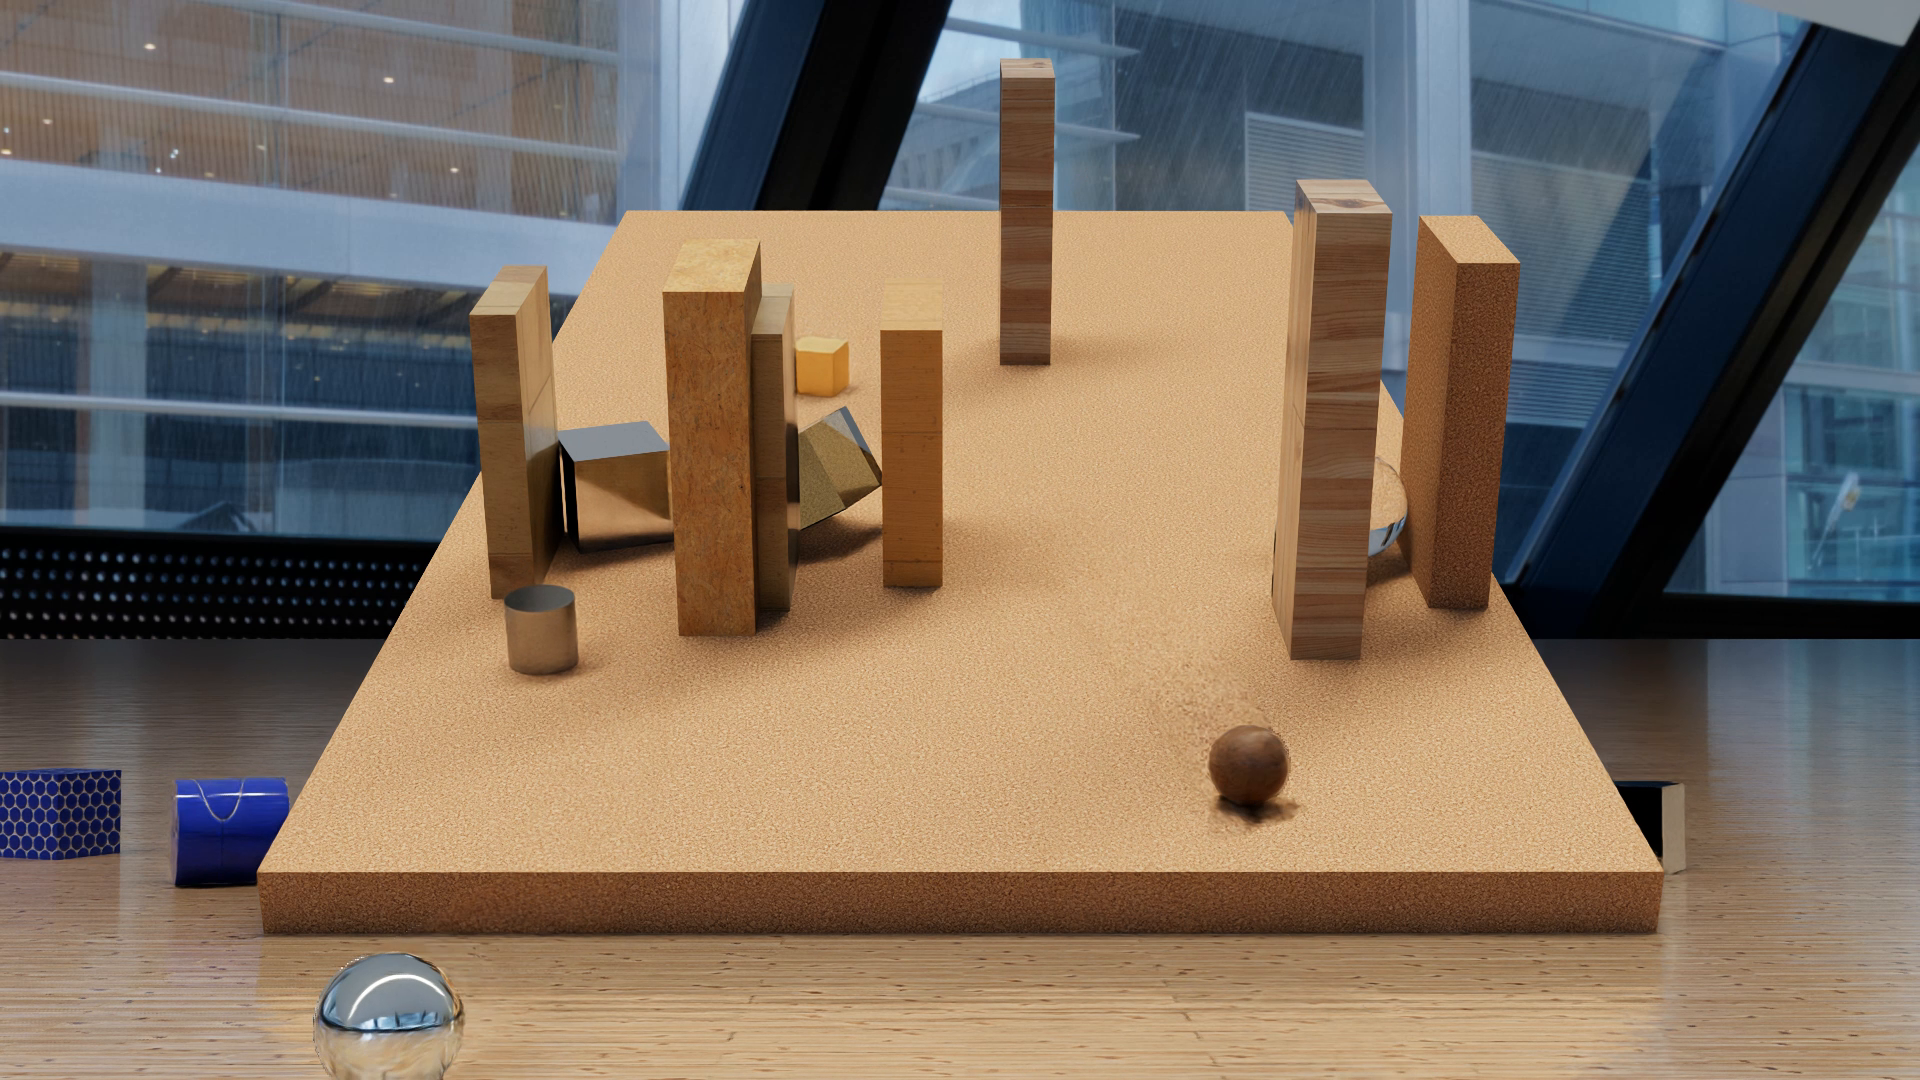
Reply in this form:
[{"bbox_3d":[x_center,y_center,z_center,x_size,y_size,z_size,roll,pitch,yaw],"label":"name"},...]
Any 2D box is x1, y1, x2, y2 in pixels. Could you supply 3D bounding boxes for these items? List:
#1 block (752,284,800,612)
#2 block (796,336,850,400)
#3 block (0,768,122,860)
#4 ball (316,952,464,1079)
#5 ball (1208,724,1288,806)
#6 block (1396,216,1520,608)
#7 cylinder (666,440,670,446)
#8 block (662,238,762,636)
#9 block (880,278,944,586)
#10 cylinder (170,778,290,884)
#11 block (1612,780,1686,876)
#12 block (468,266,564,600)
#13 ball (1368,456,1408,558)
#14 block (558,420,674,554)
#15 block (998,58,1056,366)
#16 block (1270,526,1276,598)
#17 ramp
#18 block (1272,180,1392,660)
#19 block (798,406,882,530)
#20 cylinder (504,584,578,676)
[{"bbox_3d":[-0.346,-0.173,4.174,0.080,0.518,0.329,0,22,0],"label":"block"},{"bbox_3d":[-0.327,-0.399,5.301,0.109,0.109,0.109,6,22,16],"label":"block"},{"bbox_3d":[-1.753,0.530,4.451,0.162,0.162,0.162,-1,-3,24],"label":"block"},{"bbox_3d":[-0.527,0.450,2.121,0.135,0.135,0.135,0,-2,0],"label":"ball"},{"bbox_3d":[0.432,0.337,3.431,0.120,0.120,0.120,0,-2,0],"label":"ball"},{"bbox_3d":[0.900,-0.238,4.179,0.107,0.639,0.342,0,22,0],"label":"block"},{"bbox_3d":[-0.495,-0.107,4.480,0.163,0.163,0.163,-1,20,0],"label":"cylinder"},{"bbox_3d":[-0.426,-0.186,4.065,0.134,0.623,0.353,0,22,0],"label":"block"},{"bbox_3d":[-0.087,-0.207,4.299,0.110,0.491,0.351,0,22,0],"label":"block"},{"bbox_3d":[-1.261,0.502,3.954,0.180,0.180,0.180,1,-3,-23],"label":"cylinder"},{"bbox_3d":[1.211,0.520,4.144,0.158,0.158,0.158,-1,-3,31],"label":"block"},{"bbox_3d":[-0.812,-0.203,4.224,0.080,0.536,0.335,0,22,0],"label":"block"},{"bbox_3d":[0.743,-0.065,4.333,0.205,0.205,0.205,0,-2,0],"label":"ball"},{"bbox_3d":[-0.671,-0.105,4.449,0.187,0.187,0.187,-8,23,-20],"label":"block"},{"bbox_3d":[0.157,-0.787,5.497,0.122,0.688,0.254,0,22,0],"label":"block"},{"bbox_3d":[0.654,0.021,4.200,0.142,0.142,0.142,6,22,14],"label":"block"},{"bbox_3d":[-0.006,-0.219,5.131,2.000,0.100,4.000,0,22,0],"label":"ramp"},{"bbox_3d":[0.626,-0.201,3.895,0.120,0.780,0.240,0,22,0],"label":"block"},{"bbox_3d":[-0.284,-0.131,4.456,0.169,0.169,0.169,-24,7,32],"label":"block"},{"bbox_3d":[-0.711,0.153,3.891,0.118,0.118,0.118,0,22,0],"label":"cylinder"}]
